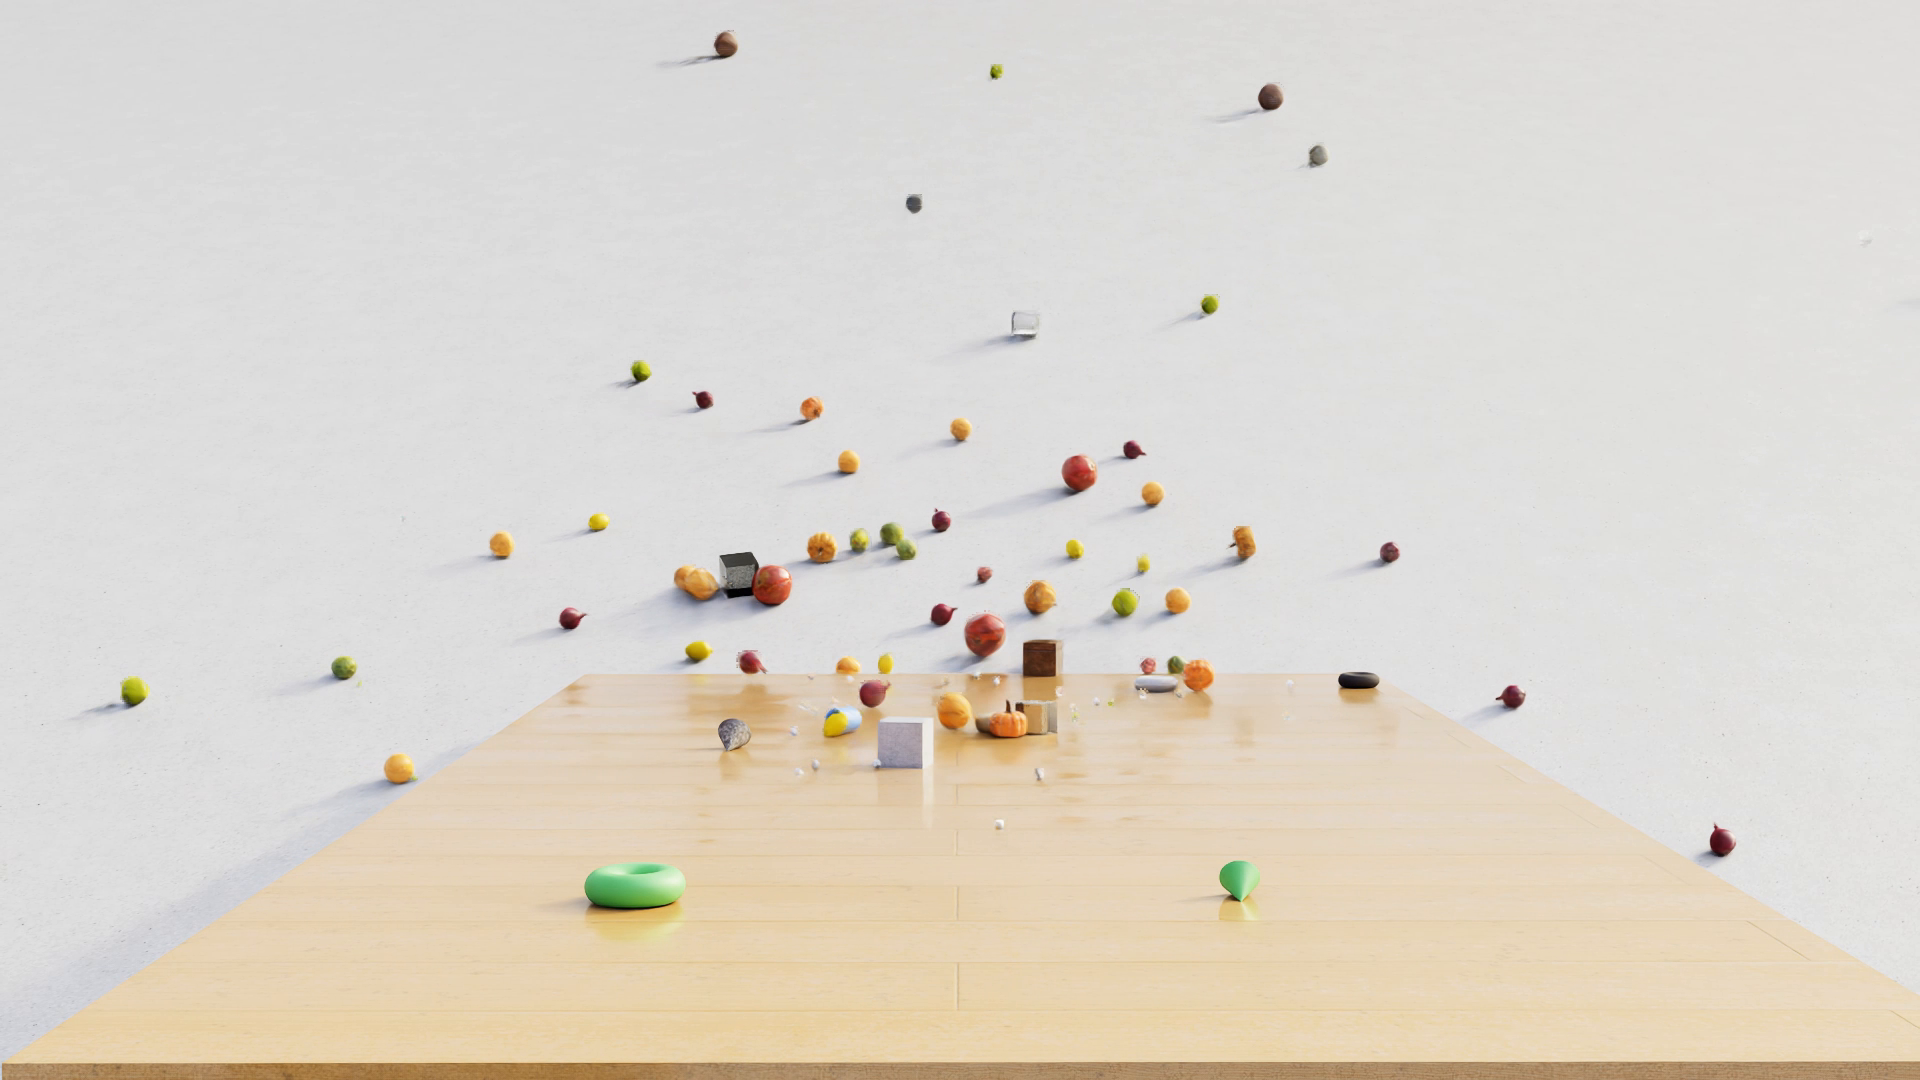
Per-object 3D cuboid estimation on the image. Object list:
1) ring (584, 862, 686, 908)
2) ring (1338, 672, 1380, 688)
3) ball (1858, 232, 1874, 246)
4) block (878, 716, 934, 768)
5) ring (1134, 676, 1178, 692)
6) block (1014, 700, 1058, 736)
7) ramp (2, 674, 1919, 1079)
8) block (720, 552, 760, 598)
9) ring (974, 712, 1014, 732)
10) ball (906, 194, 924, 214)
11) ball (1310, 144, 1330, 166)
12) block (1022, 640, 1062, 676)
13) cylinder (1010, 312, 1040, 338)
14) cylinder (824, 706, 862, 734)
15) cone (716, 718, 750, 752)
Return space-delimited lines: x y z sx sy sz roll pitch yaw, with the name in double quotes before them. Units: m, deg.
"ring" -0.429 0.456 3.396 0.133 0.044 0.133 -1 3 0
"ring" 0.960 0.337 6.197 0.100 0.033 0.100 -1 4 0
"ball" 3.664 -1.221 10.407 0.056 0.056 0.056 0 23 0
"block" -0.101 0.375 4.761 0.085 0.085 0.085 1 3 12
"ring" 0.464 0.341 6.100 0.106 0.035 0.106 -1 2 0
"block" 0.155 0.363 5.260 0.064 0.064 0.064 2 3 32
"ramp" 0.053 0.477 4.537 2.000 0.100 4.000 0 3 0
"block" -0.619 0.098 7.227 0.094 0.094 0.094 -7 24 -16
"ring" 0.082 0.376 5.310 0.104 0.035 0.104 -1 3 0
"ball" -0.191 -1.416 10.845 0.076 0.076 0.076 0 23 0
"ball" 1.617 -1.733 11.575 0.093 0.093 0.093 0 23 0
"block" 0.210 0.298 6.504 0.085 0.085 0.085 1 3 14
"cylinder" 0.236 -0.780 9.317 0.089 0.089 0.089 5 23 11
"cylinder" -0.239 0.369 5.258 0.053 0.053 0.053 15 10 32
"cone" -0.445 0.392 4.995 0.067 0.067 0.067 2 34 5
